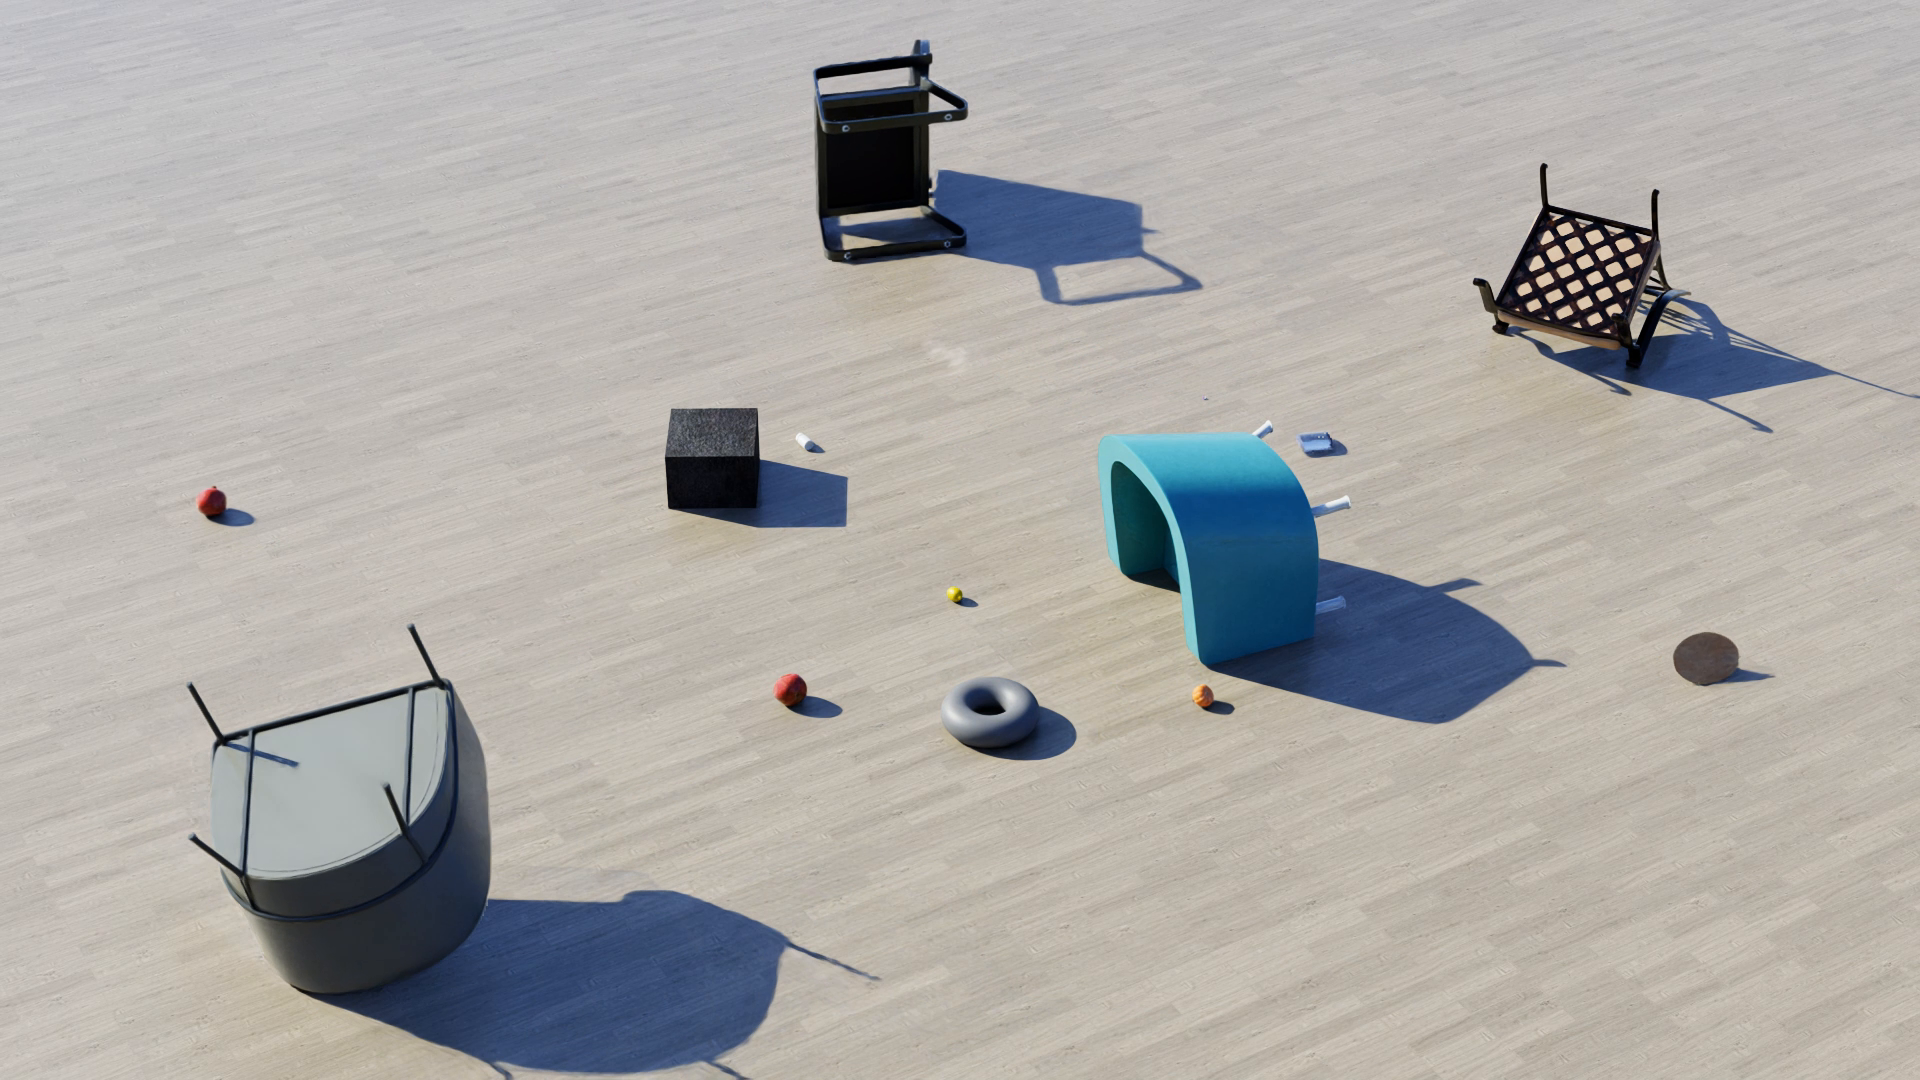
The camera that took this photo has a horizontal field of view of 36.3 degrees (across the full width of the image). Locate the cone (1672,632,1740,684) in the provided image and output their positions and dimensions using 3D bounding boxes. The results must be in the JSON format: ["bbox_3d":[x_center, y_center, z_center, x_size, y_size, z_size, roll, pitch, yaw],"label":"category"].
[{"bbox_3d":[2.585,0.414,10.251,0.245,0.179,0.118,-6,-3,-9],"label":"cone"}]

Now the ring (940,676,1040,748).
[{"bbox_3d":[0.102,0.584,9.960,0.337,0.110,0.326,-2,34,-1],"label":"ring"}]

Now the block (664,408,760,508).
[{"bbox_3d":[-0.943,-0.314,11.211,0.334,0.231,0.353,0,33,-1],"label":"block"}]
